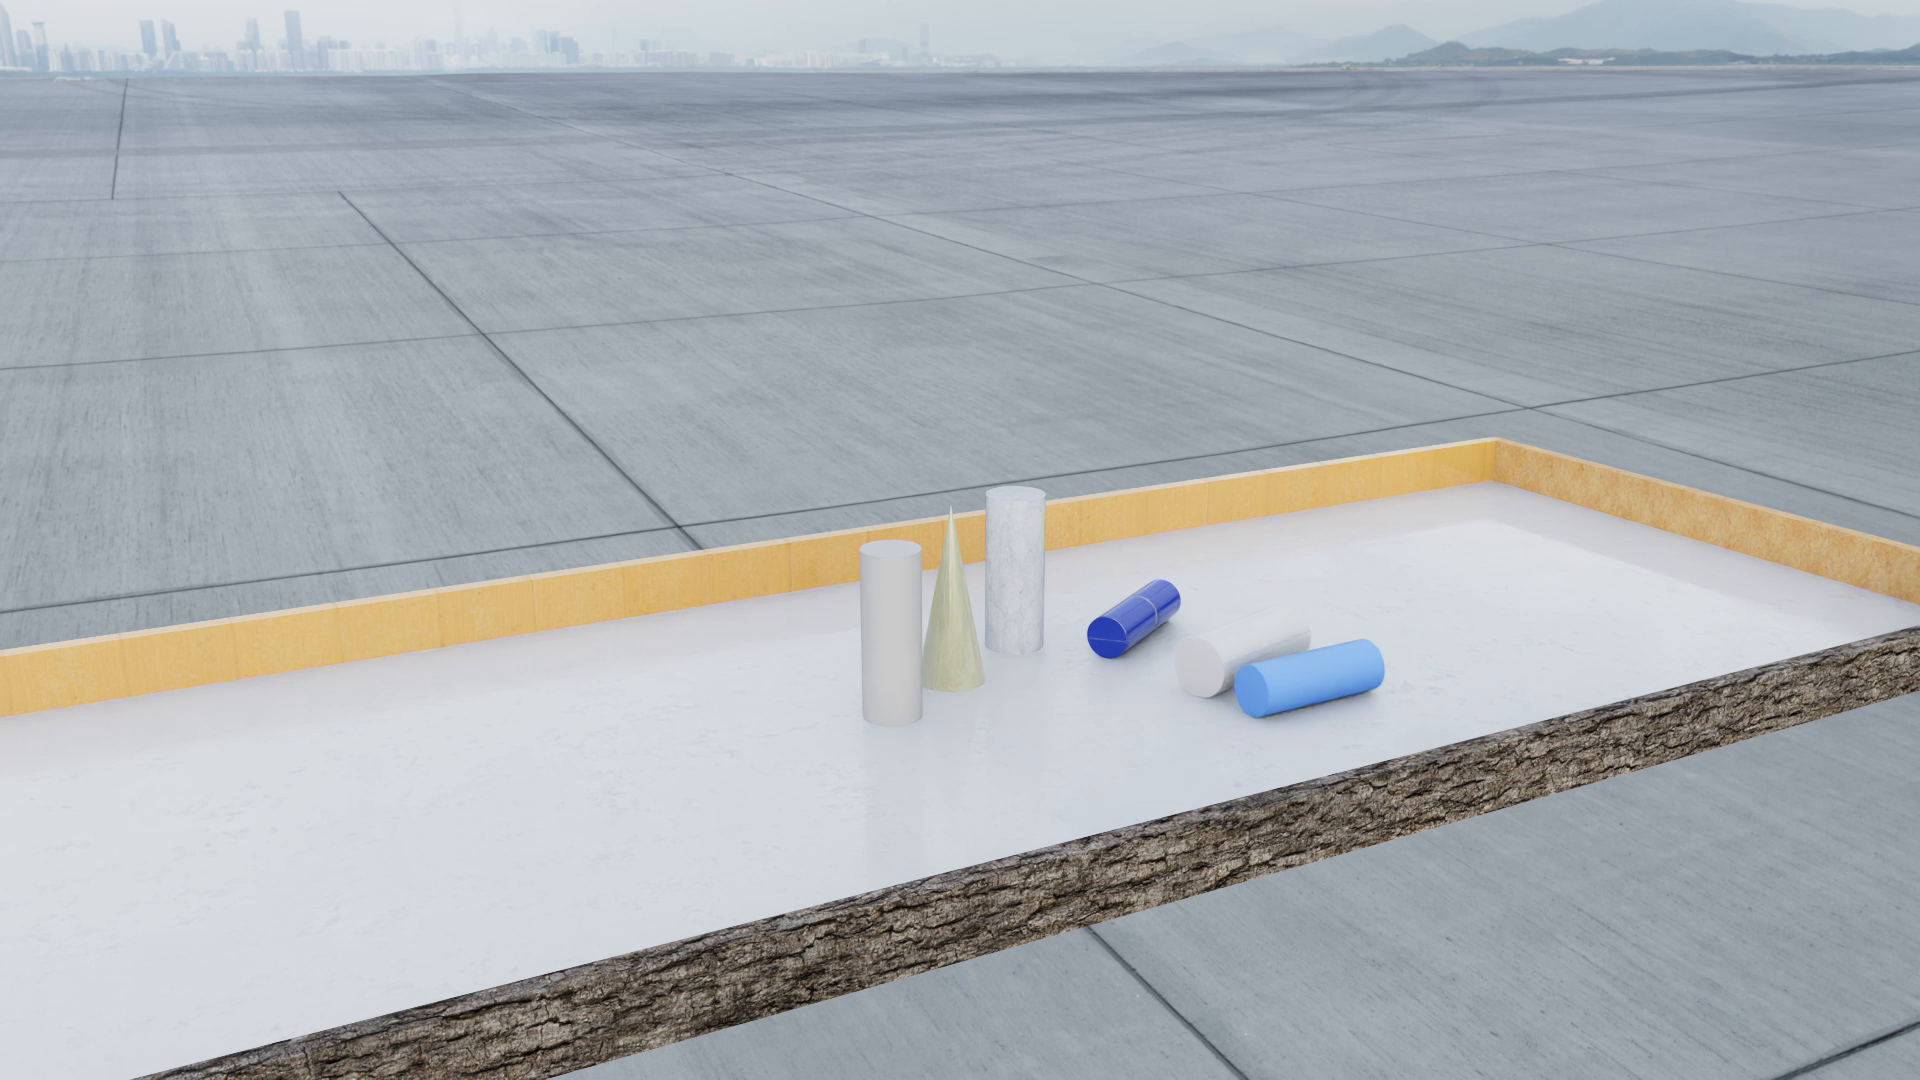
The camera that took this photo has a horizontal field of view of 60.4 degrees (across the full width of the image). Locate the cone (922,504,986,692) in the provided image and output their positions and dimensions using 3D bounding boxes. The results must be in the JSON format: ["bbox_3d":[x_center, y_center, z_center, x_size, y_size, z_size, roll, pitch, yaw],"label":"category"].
[{"bbox_3d":[-0.022,0.133,4.094,0.173,0.456,0.173,0,16,0],"label":"cone"}]

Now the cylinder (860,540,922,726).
[{"bbox_3d":[-0.161,0.218,3.878,0.144,0.414,0.144,0,16,0],"label":"cylinder"}]

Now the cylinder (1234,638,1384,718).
[{"bbox_3d":[0.849,0.333,3.997,0.363,0.128,0.128,-9,19,-28],"label":"cylinder"}]

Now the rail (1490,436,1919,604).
[{"bbox_3d":[2.466,-0.048,5.253,0.050,0.150,2.100,-9,18,-27],"label":"rail"}]

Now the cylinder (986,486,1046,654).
[{"bbox_3d":[0.145,0.079,4.348,0.156,0.416,0.156,0,16,0],"label":"cylinder"}]

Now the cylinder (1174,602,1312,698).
[{"bbox_3d":[0.715,0.274,4.153,0.152,0.152,0.373,16,23,43],"label":"cylinder"}]

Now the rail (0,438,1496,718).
[{"bbox_3d":[-3.305,0.497,3.399,12.000,0.150,0.050,-9,18,-27],"label":"rail"}]

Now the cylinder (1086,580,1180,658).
[{"bbox_3d":[0.472,0.209,4.442,0.114,0.114,0.367,9,19,28],"label":"cylinder"}]

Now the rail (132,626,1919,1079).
[{"bbox_3d":[-2.336,1.006,1.665,12.000,0.150,0.050,-9,18,-27],"label":"rail"}]
